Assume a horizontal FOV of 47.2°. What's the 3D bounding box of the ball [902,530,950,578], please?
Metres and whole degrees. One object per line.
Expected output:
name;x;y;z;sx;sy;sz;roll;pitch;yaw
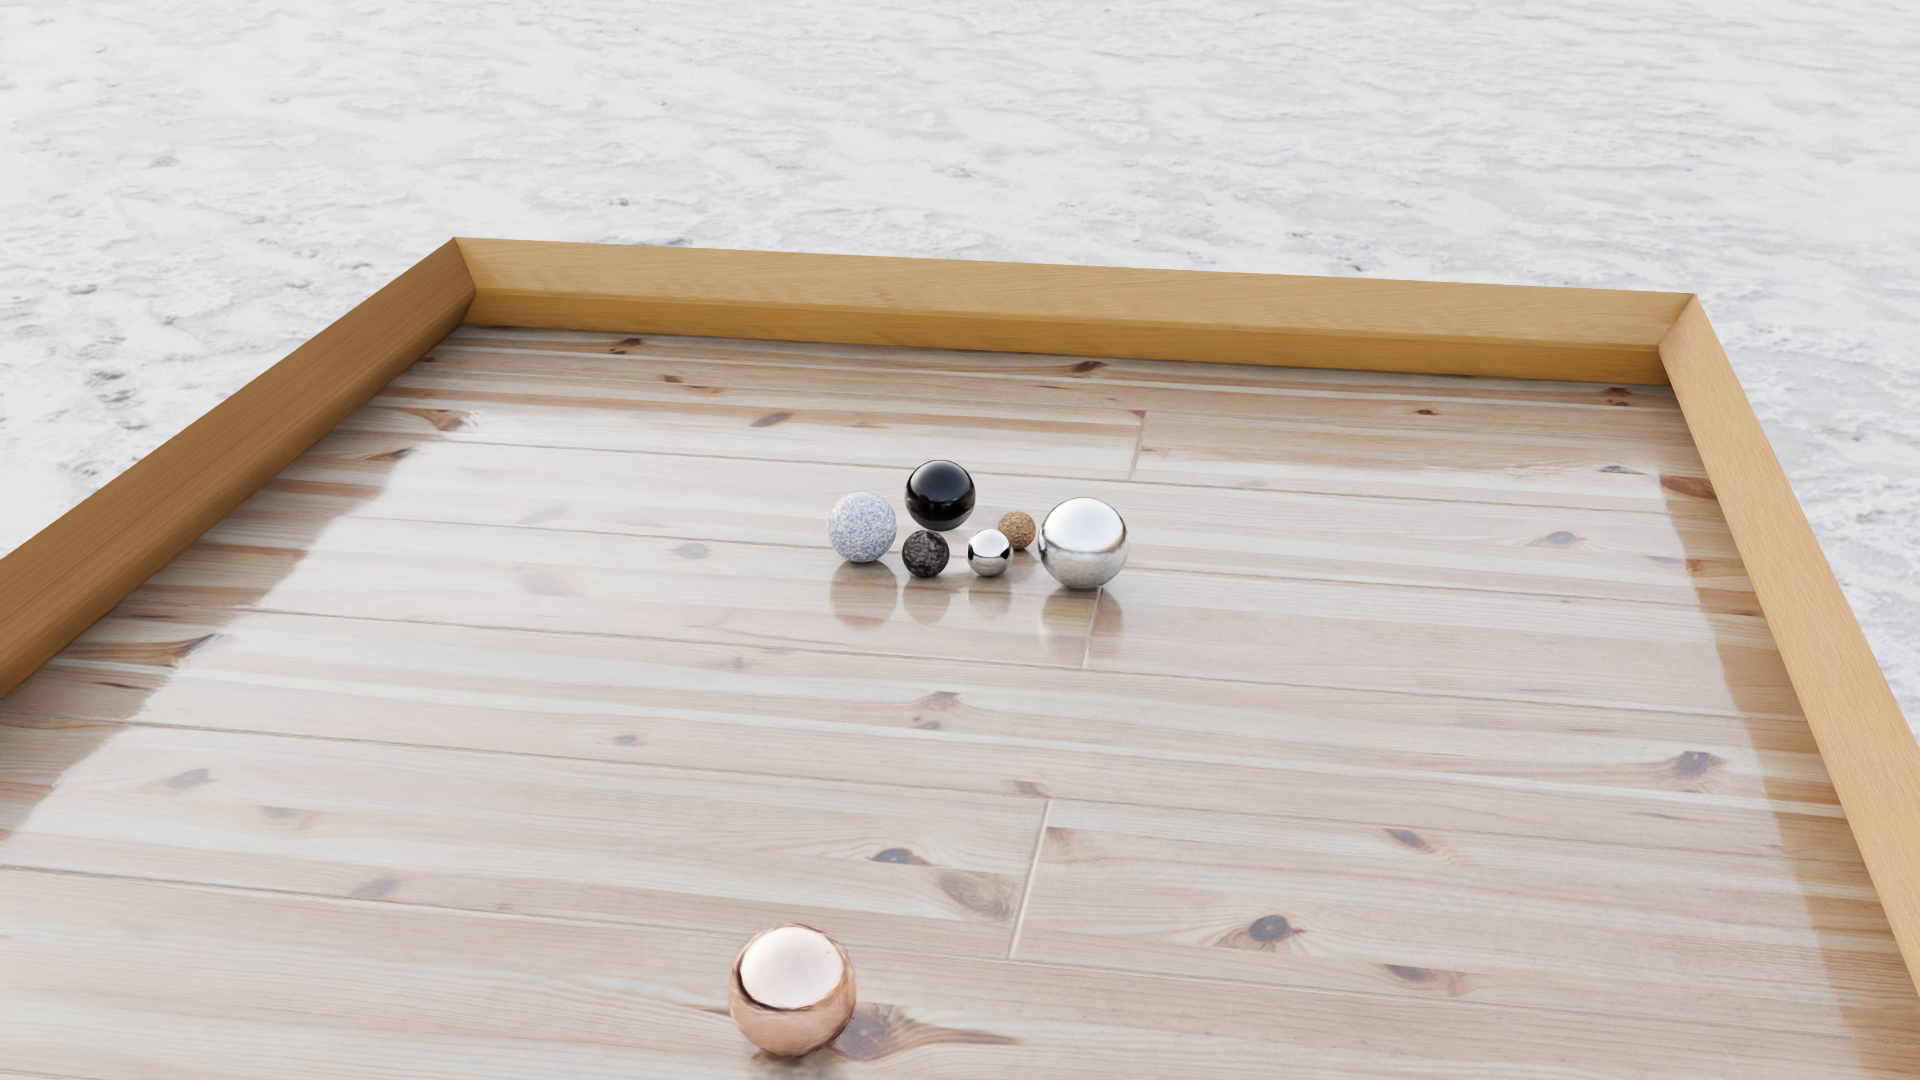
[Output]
ball;-0.036;0.014;2.323;0.051;0.051;0.051;0;23;0

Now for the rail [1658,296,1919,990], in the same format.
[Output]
rail;0.691;0.312;1.532;0.045;0.125;2.960;4;23;9

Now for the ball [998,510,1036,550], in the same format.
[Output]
ball;0.062;-0.011;2.393;0.042;0.042;0.042;0;23;0

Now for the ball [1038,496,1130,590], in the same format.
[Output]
ball;0.129;0.003;2.292;0.096;0.096;0.096;0;23;0

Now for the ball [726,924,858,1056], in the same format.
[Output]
ball;-0.119;0.319;1.560;0.092;0.092;0.092;0;23;0

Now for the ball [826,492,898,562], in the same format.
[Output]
ball;-0.106;-0.014;2.357;0.077;0.077;0.077;0;23;0

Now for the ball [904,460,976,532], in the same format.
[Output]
ball;-0.022;-0.049;2.435;0.080;0.080;0.080;0;23;0

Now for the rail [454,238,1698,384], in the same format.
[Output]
rail;0.116;-0.306;2.975;1.690;0.125;0.045;4;23;9

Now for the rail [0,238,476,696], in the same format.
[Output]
rail;-0.930;0.207;1.777;0.045;0.125;2.960;4;23;9

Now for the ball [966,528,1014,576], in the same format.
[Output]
ball;0.031;0.013;2.325;0.051;0.051;0.051;0;23;0
